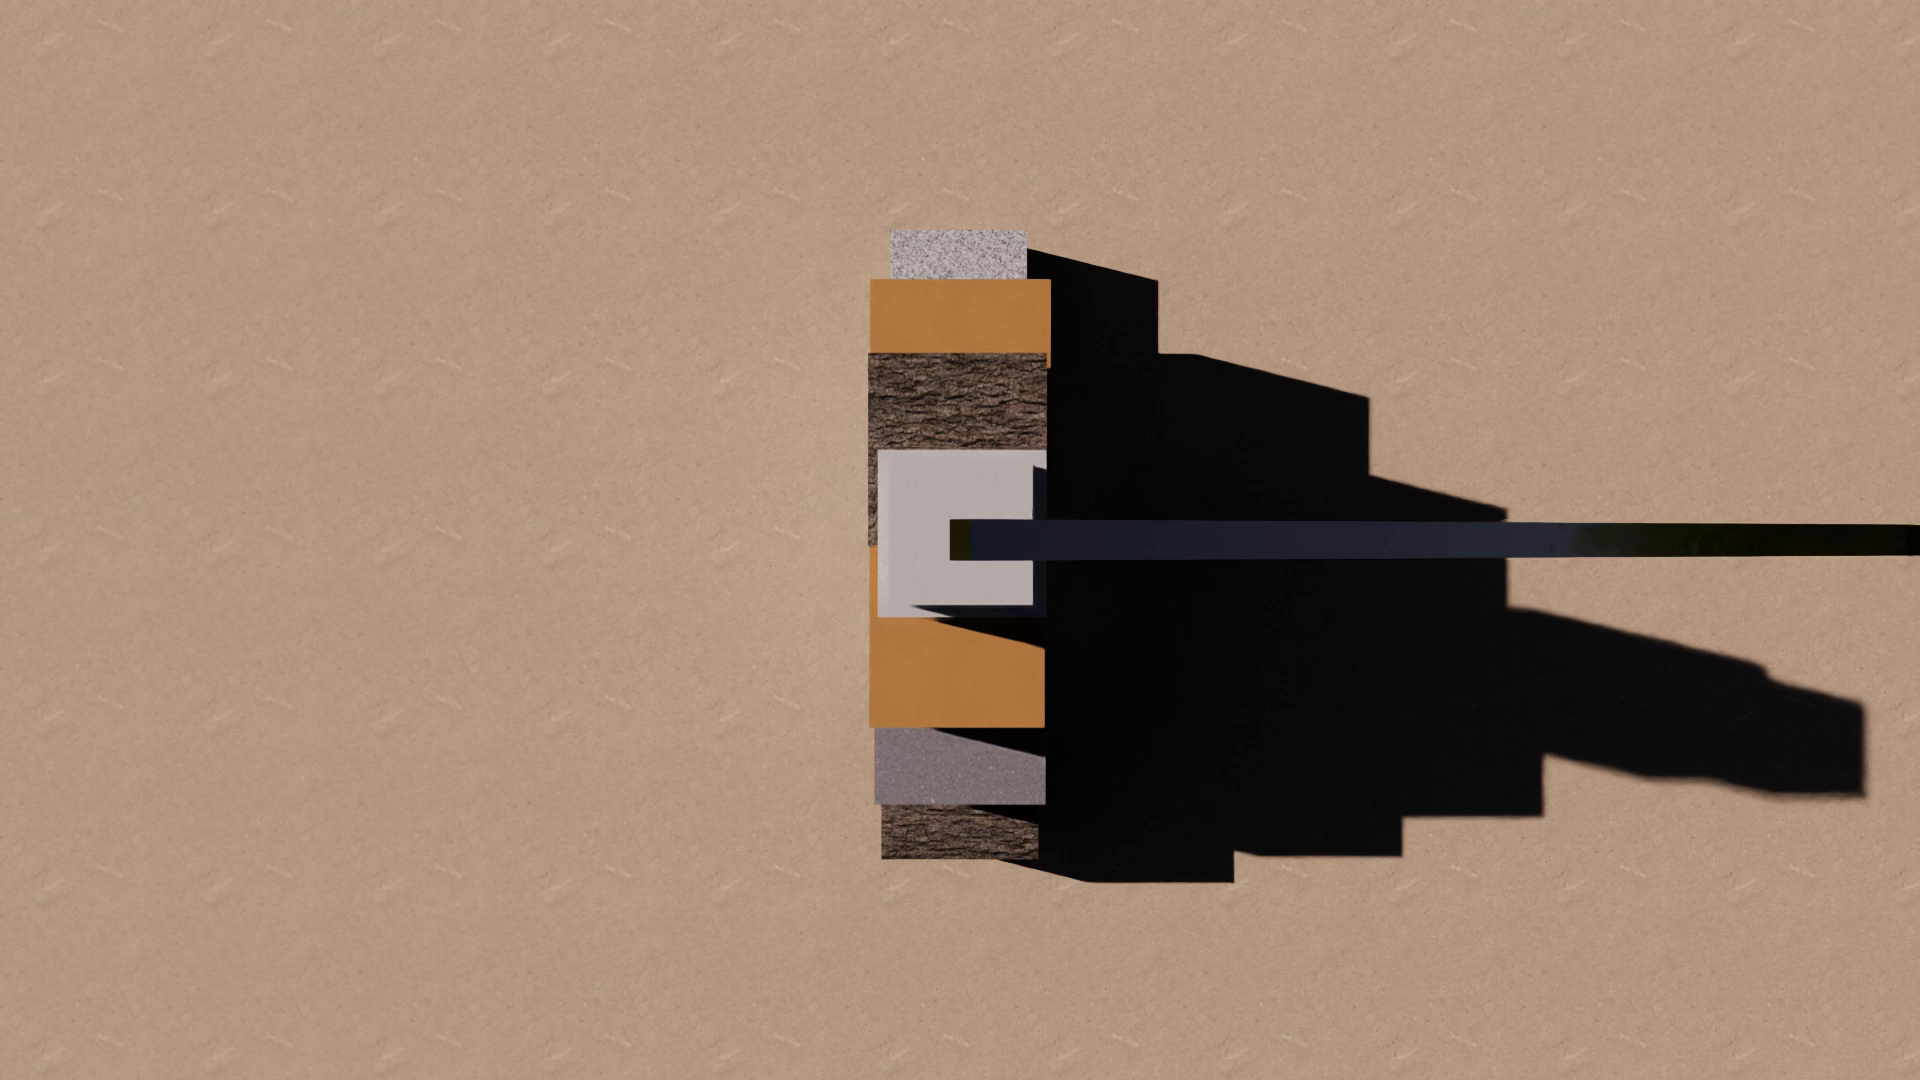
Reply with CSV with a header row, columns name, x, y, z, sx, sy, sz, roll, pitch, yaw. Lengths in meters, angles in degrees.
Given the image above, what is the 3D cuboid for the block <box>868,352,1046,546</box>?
name,x,y,z,sx,sy,sz,roll,pitch,yaw
block,-0.013,-0.428,10.840,0.850,0.782,0.922,0,90,0

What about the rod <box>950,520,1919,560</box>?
name,x,y,z,sx,sy,sz,roll,pitch,yaw
rod,2.234,0.000,5.582,5.200,0.080,0.080,0,90,-31

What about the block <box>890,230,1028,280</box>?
name,x,y,z,sx,sy,sz,roll,pitch,yaw
block,-0.007,-1.350,12.639,0.762,0.721,0.764,0,90,0

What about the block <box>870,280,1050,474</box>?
name,x,y,z,sx,sy,sz,roll,pitch,yaw
block,0.002,-0.844,11.699,0.924,0.935,0.978,0,90,0

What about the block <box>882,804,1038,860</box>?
name,x,y,z,sx,sy,sz,roll,pitch,yaw
block,-0.001,1.249,12.460,0.851,1.081,0.965,0,90,0

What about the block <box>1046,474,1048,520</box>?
name,x,y,z,sx,sy,sz,roll,pitch,yaw
block,-0.004,-0.499,12.584,0.988,0.833,0.918,0,90,0

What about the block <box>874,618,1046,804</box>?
name,x,y,z,sx,sy,sz,roll,pitch,yaw
block,0.000,0.846,11.470,0.857,0.897,0.964,0,90,0

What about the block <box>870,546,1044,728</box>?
name,x,y,z,sx,sy,sz,roll,pitch,yaw
block,-0.014,0.456,10.634,0.816,0.781,0.844,0,90,0

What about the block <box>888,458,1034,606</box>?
name,x,y,z,sx,sy,sz,roll,pitch,yaw
block,0.002,-0.030,8.719,0.556,0.588,0.563,0,89,0

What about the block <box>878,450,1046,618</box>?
name,x,y,z,sx,sy,sz,roll,pitch,yaw
block,0.009,-0.023,9.319,0.691,0.613,0.685,0,89,0
